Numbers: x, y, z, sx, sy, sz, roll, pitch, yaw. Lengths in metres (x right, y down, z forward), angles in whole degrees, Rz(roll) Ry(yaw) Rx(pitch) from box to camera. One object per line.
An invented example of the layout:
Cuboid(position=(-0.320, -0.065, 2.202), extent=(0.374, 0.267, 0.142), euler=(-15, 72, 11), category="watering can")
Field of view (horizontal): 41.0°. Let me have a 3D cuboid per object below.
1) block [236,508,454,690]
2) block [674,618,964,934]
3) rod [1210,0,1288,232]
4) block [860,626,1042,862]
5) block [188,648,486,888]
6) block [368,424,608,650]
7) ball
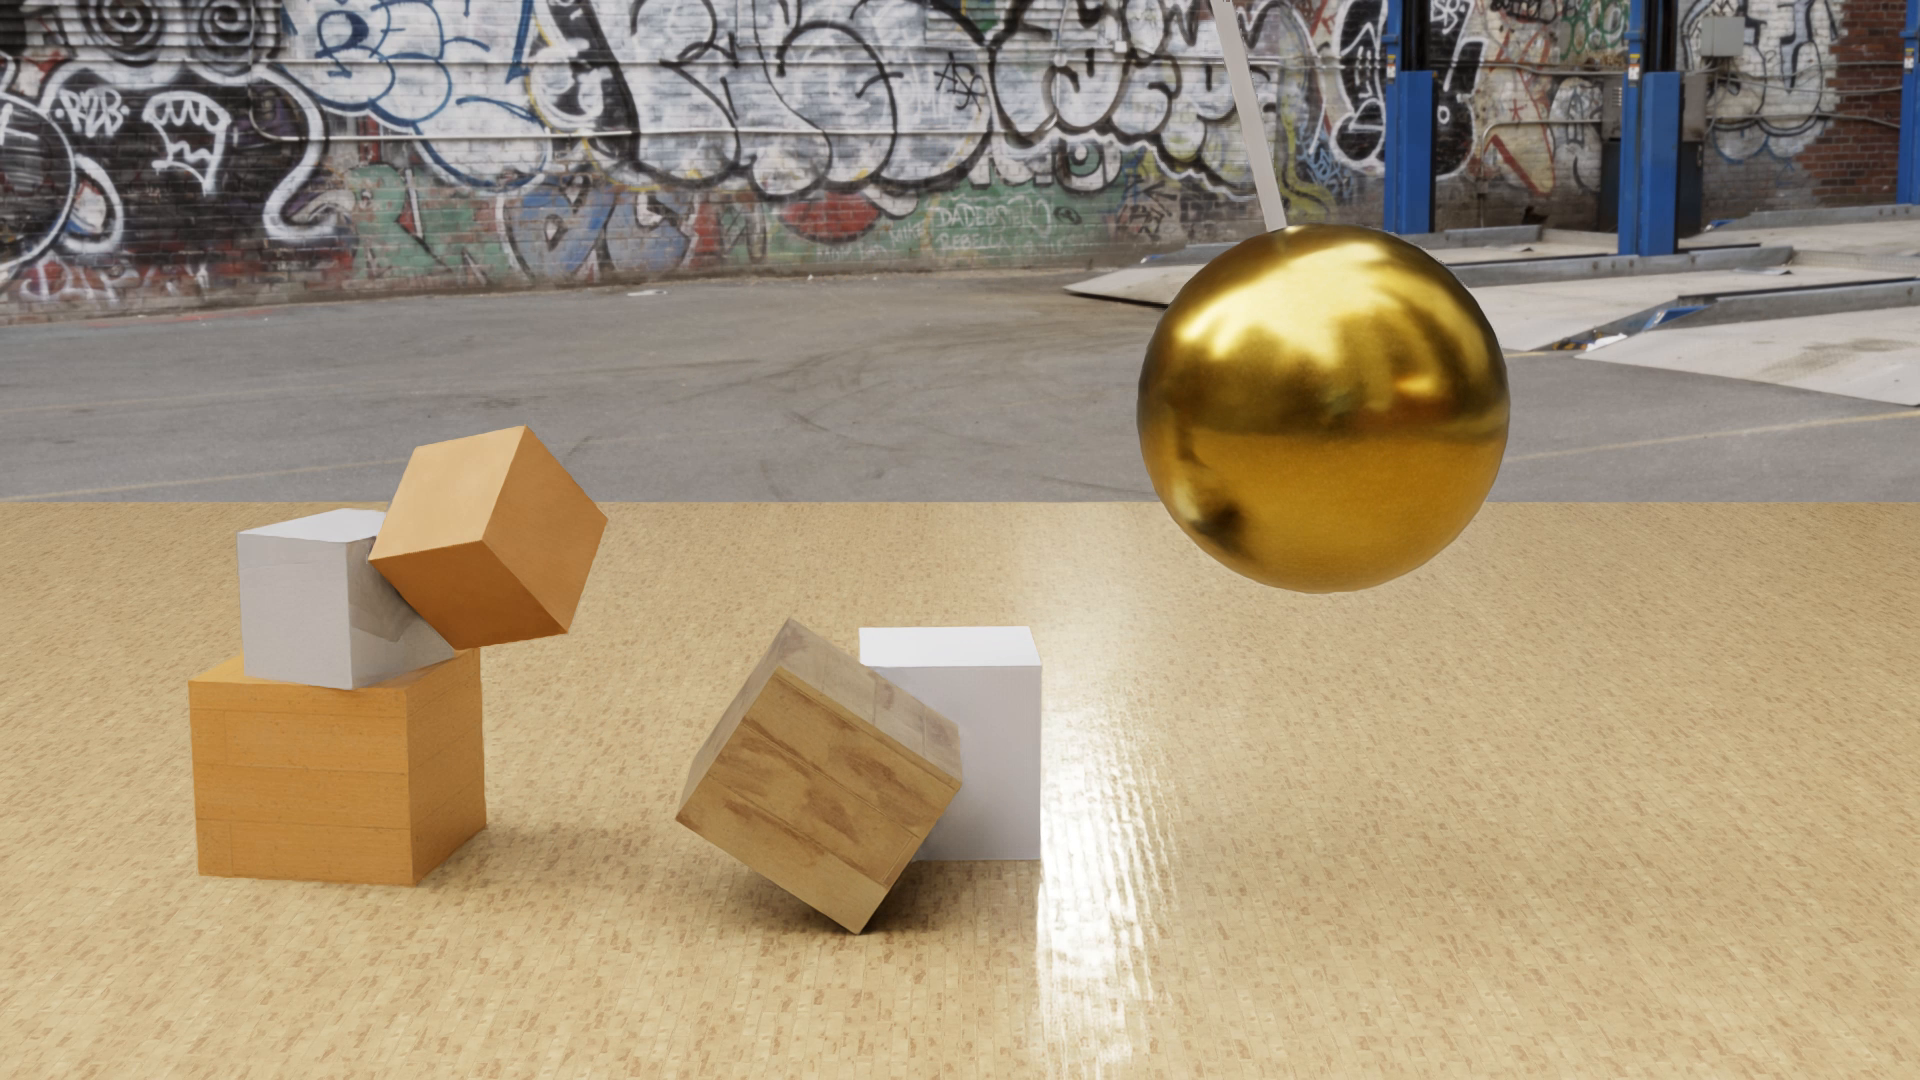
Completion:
Cuboid(position=(-2.723, 0.250, 11.417), extent=(0.598, 0.645, 0.711), euler=(5, 11, 26), category="block")
Cuboid(position=(-0.586, 0.985, 10.945), extent=(0.898, 0.778, 0.943), euler=(33, 8, -7), category="block")
Cuboid(position=(0.676, -3.796, 10.490), extent=(0.080, 5.200, 0.080), euler=(-15, 10, 3), category="rod")
Cuboid(position=(-0.057, 0.932, 11.919), extent=(0.809, 0.902, 0.820), euler=(0, 10, -2), category="block")
Cuboid(position=(-2.806, 0.985, 11.667), extent=(0.998, 0.888, 0.930), euler=(2, 10, 9), category="block")
Cuboid(position=(-2.053, -0.003, 11.222), extent=(0.617, 0.660, 0.638), euler=(-9, 47, 28), category="block")
Cuboid(position=(1.561, -0.566, 11.077), extent=(1.600, 1.600, 1.600), euler=(0, 10, 0), category="ball")
